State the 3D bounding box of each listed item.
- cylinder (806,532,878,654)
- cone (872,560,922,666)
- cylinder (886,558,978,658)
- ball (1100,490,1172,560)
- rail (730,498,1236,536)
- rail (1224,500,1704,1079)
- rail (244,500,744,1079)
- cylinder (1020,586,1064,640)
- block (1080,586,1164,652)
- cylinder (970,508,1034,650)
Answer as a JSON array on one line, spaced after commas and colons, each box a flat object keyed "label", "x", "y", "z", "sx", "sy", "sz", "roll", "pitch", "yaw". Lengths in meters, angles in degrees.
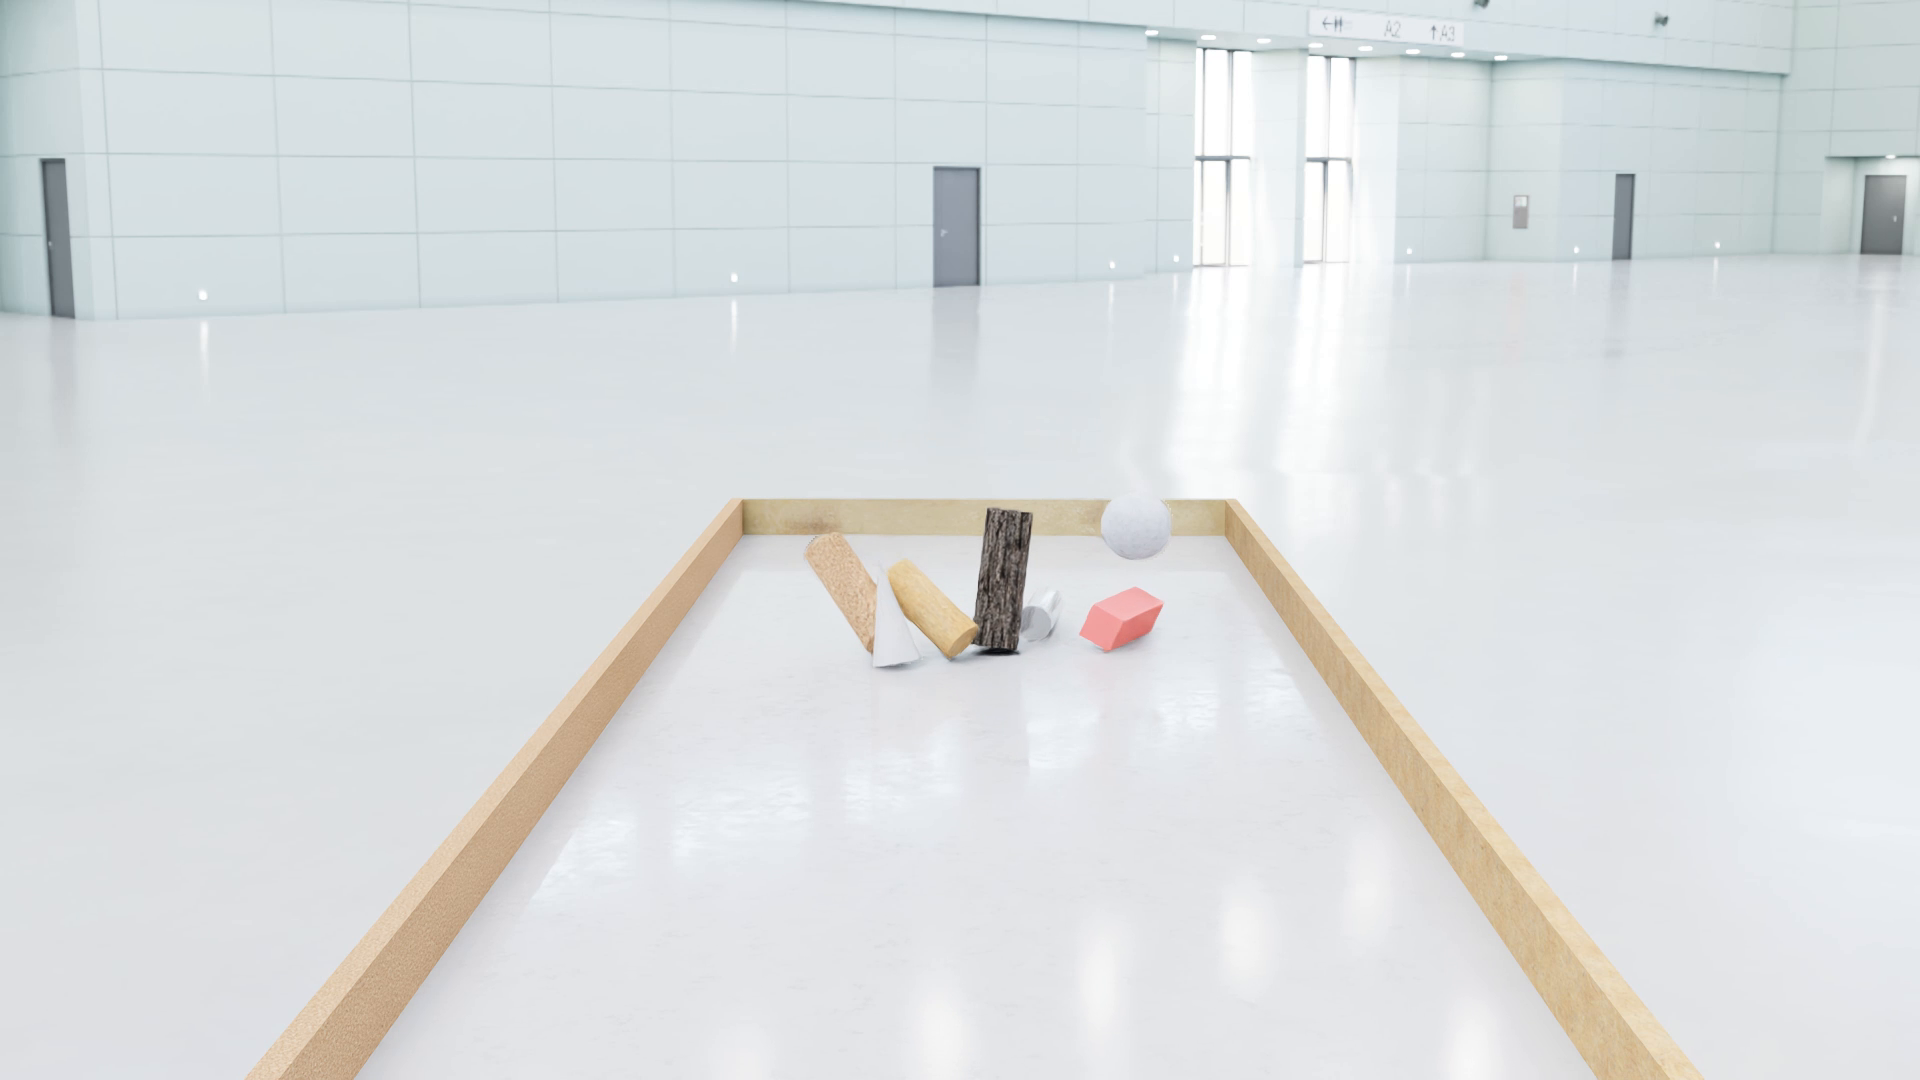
[{"label": "cylinder", "x": -0.328, "y": 0.164, "z": 6.850, "sx": 0.139, "sy": 0.139, "sz": 0.387, "roll": -8, "pitch": 51, "yaw": -41}, {"label": "cone", "x": -0.216, "y": 0.210, "z": 6.600, "sx": 0.149, "sy": 0.316, "sz": 0.149, "roll": -10, "pitch": 2, "yaw": 0}, {"label": "cylinder", "x": -0.099, "y": 0.210, "z": 6.752, "sx": 0.313, "sy": 0.133, "sz": 0.133, "roll": 44, "pitch": 27, "yaw": 19}, {"label": "ball", "x": 0.572, "y": -0.047, "z": 7.135, "sx": 0.229, "sy": 0.229, "sz": 0.229, "roll": 0, "pitch": 9, "yaw": 0}, {"label": "rail", "x": 0.099, "y": -0.098, "z": 9.147, "sx": 2.100, "sy": 0.150, "sz": 0.050, "roll": 0, "pitch": 9, "yaw": 1}, {"label": "rail", "x": 1.046, "y": 0.843, "z": 3.208, "sx": 0.050, "sy": 0.150, "sz": 12.000, "roll": 0, "pitch": 9, "yaw": 1}, {"label": "rail", "x": -1.004, "y": 0.839, "z": 3.234, "sx": 0.050, "sy": 0.150, "sz": 12.000, "roll": 0, "pitch": 9, "yaw": 1}, {"label": "cylinder", "x": 0.263, "y": 0.237, "z": 7.157, "sx": 0.113, "sy": 0.113, "sz": 0.358, "roll": 1, "pitch": 9, "yaw": 9}, {"label": "block", "x": 0.516, "y": 0.248, "z": 6.973, "sx": 0.111, "sy": 0.111, "sz": 0.355, "roll": 30, "pitch": 20, "yaw": 19}, {"label": "cylinder", "x": 0.131, "y": 0.121, "z": 6.823, "sx": 0.146, "sy": 0.424, "sz": 0.146, "roll": 7, "pitch": -1, "yaw": 0}]
